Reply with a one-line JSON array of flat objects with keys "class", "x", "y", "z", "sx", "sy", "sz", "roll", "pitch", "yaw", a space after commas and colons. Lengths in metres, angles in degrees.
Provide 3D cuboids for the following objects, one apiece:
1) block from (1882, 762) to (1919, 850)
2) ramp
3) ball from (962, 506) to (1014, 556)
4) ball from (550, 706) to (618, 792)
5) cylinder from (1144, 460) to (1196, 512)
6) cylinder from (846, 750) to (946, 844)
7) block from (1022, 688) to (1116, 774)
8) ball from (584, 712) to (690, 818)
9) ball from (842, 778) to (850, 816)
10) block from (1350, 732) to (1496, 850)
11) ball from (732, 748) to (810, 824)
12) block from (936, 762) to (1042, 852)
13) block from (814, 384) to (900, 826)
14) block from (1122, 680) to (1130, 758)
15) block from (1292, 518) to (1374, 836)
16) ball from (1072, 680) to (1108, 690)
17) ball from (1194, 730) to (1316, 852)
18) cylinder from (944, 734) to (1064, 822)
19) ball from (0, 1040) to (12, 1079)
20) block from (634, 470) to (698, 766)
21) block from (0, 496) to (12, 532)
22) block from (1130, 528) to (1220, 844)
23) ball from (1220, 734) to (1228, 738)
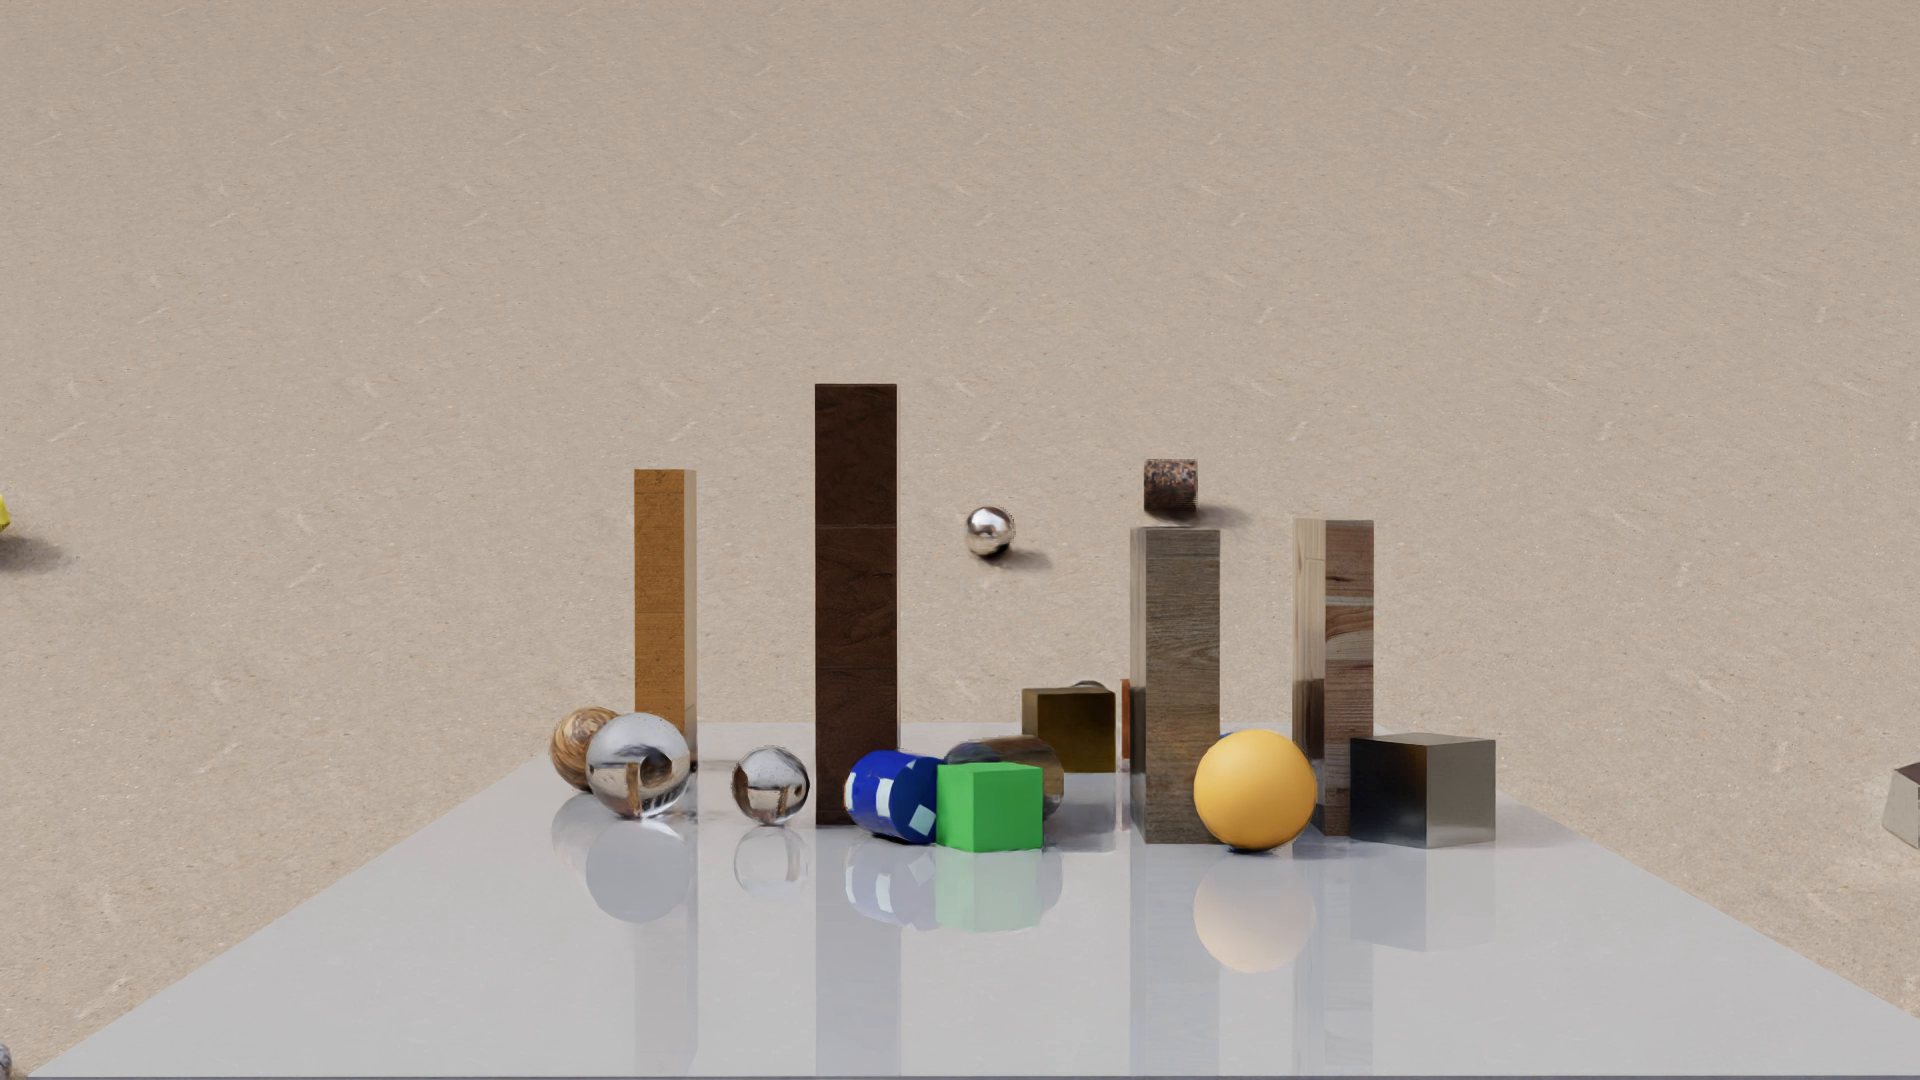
[{"class": "block", "x": 2.364, "y": 0.644, "z": 6.255, "sx": 0.158, "sy": 0.158, "sz": 0.158, "roll": -12, "pitch": 29, "yaw": -27}, {"class": "ramp", "x": 0.061, "y": 0.552, "z": 4.588, "sx": 2.000, "sy": 0.100, "sz": 4.000, "roll": 0, "pitch": 1, "yaw": 0}, {"class": "ball", "x": 0.083, "y": -0.026, "z": 7.584, "sx": 0.150, "sy": 0.150, "sz": 0.150, "roll": 0, "pitch": 27, "yaw": 0}, {"class": "ball", "x": -0.720, "y": 0.411, "z": 5.067, "sx": 0.166, "sy": 0.166, "sz": 0.166, "roll": 0, "pitch": 27, "yaw": 0}, {"class": "cylinder", "x": 0.639, "y": -0.164, "z": 7.841, "sx": 0.153, "sy": 0.153, "sz": 0.153, "roll": 1, "pitch": 27, "yaw": 7}, {"class": "cylinder", "x": -0.095, "y": 0.433, "z": 4.360, "sx": 0.146, "sy": 0.146, "sz": 0.146, "roll": -18, "pitch": 10, "yaw": -31}, {"class": "block", "x": 0.229, "y": 0.403, "z": 5.478, "sx": 0.167, "sy": 0.167, "sz": 0.167, "roll": 0, "pitch": 1, "yaw": -10}, {"class": "ball", "x": -0.581, "y": 0.406, "z": 4.659, "sx": 0.190, "sy": 0.190, "sz": 0.190, "roll": 0, "pitch": 27, "yaw": 0}, {"class": "ball", "x": -0.143, "y": 0.444, "z": 4.487, "sx": 0.120, "sy": 0.120, "sz": 0.120, "roll": 0, "pitch": 27, "yaw": 0}, {"class": "block", "x": 0.780, "y": 0.420, "z": 4.352, "sx": 0.171, "sy": 0.171, "sz": 0.171, "roll": -1, "pitch": 1, "yaw": -38}, {"class": "ball", "x": -0.334, "y": 0.434, "z": 4.567, "sx": 0.136, "sy": 0.136, "sz": 0.136, "roll": 0, "pitch": 27, "yaw": 0}, {"class": "block", "x": 0.048, "y": 0.441, "z": 4.281, "sx": 0.131, "sy": 0.131, "sz": 0.131, "roll": 0, "pitch": 1, "yaw": -28}, {"class": "block", "x": -0.183, "y": 0.111, "z": 4.684, "sx": 0.144, "sy": 0.778, "sz": 0.286, "roll": 0, "pitch": 1, "yaw": 0}, {"class": "block", "x": 0.443, "y": 0.399, "z": 5.774, "sx": 0.162, "sy": 0.162, "sz": 0.162, "roll": 0, "pitch": 1, "yaw": 4}, {"class": "block", "x": 0.663, "y": 0.232, "z": 4.611, "sx": 0.082, "sy": 0.538, "sz": 0.424, "roll": 0, "pitch": 1, "yaw": 0}, {"class": "ball", "x": 0.317, "y": 0.408, "z": 6.369, "sx": 0.124, "sy": 0.124, "sz": 0.124, "roll": 0, "pitch": 27, "yaw": 0}, {"class": "ball", "x": 0.481, "y": 0.409, "z": 4.216, "sx": 0.199, "sy": 0.199, "sz": 0.199, "roll": 0, "pitch": 27, "yaw": 0}, {"class": "cylinder", "x": 0.070, "y": 0.424, "z": 4.483, "sx": 0.160, "sy": 0.160, "sz": 0.160, "roll": 20, "pitch": 13, "yaw": 34}, {"class": "ball", "x": -2.051, "y": 1.100, "z": 5.407, "sx": 0.125, "sy": 0.125, "sz": 0.125, "roll": 0, "pitch": 27, "yaw": 0}, {"class": "block", "x": -0.629, "y": 0.168, "z": 5.528, "sx": 0.104, "sy": 0.635, "sz": 0.259, "roll": 0, "pitch": 1, "yaw": 0}, {"class": "block", "x": -2.928, "y": -0.089, "z": 7.587, "sx": 0.179, "sy": 0.179, "sz": 0.179, "roll": -22, "pitch": 0, "yaw": -36}, {"class": "block", "x": 0.371, "y": 0.242, "z": 4.492, "sx": 0.123, "sy": 0.523, "sz": 0.384, "roll": 0, "pitch": 1, "yaw": 0}, {"class": "ball", "x": 0.502, "y": 0.428, "z": 4.784, "sx": 0.140, "sy": 0.140, "sz": 0.140, "roll": 0, "pitch": 27, "yaw": 0}]
